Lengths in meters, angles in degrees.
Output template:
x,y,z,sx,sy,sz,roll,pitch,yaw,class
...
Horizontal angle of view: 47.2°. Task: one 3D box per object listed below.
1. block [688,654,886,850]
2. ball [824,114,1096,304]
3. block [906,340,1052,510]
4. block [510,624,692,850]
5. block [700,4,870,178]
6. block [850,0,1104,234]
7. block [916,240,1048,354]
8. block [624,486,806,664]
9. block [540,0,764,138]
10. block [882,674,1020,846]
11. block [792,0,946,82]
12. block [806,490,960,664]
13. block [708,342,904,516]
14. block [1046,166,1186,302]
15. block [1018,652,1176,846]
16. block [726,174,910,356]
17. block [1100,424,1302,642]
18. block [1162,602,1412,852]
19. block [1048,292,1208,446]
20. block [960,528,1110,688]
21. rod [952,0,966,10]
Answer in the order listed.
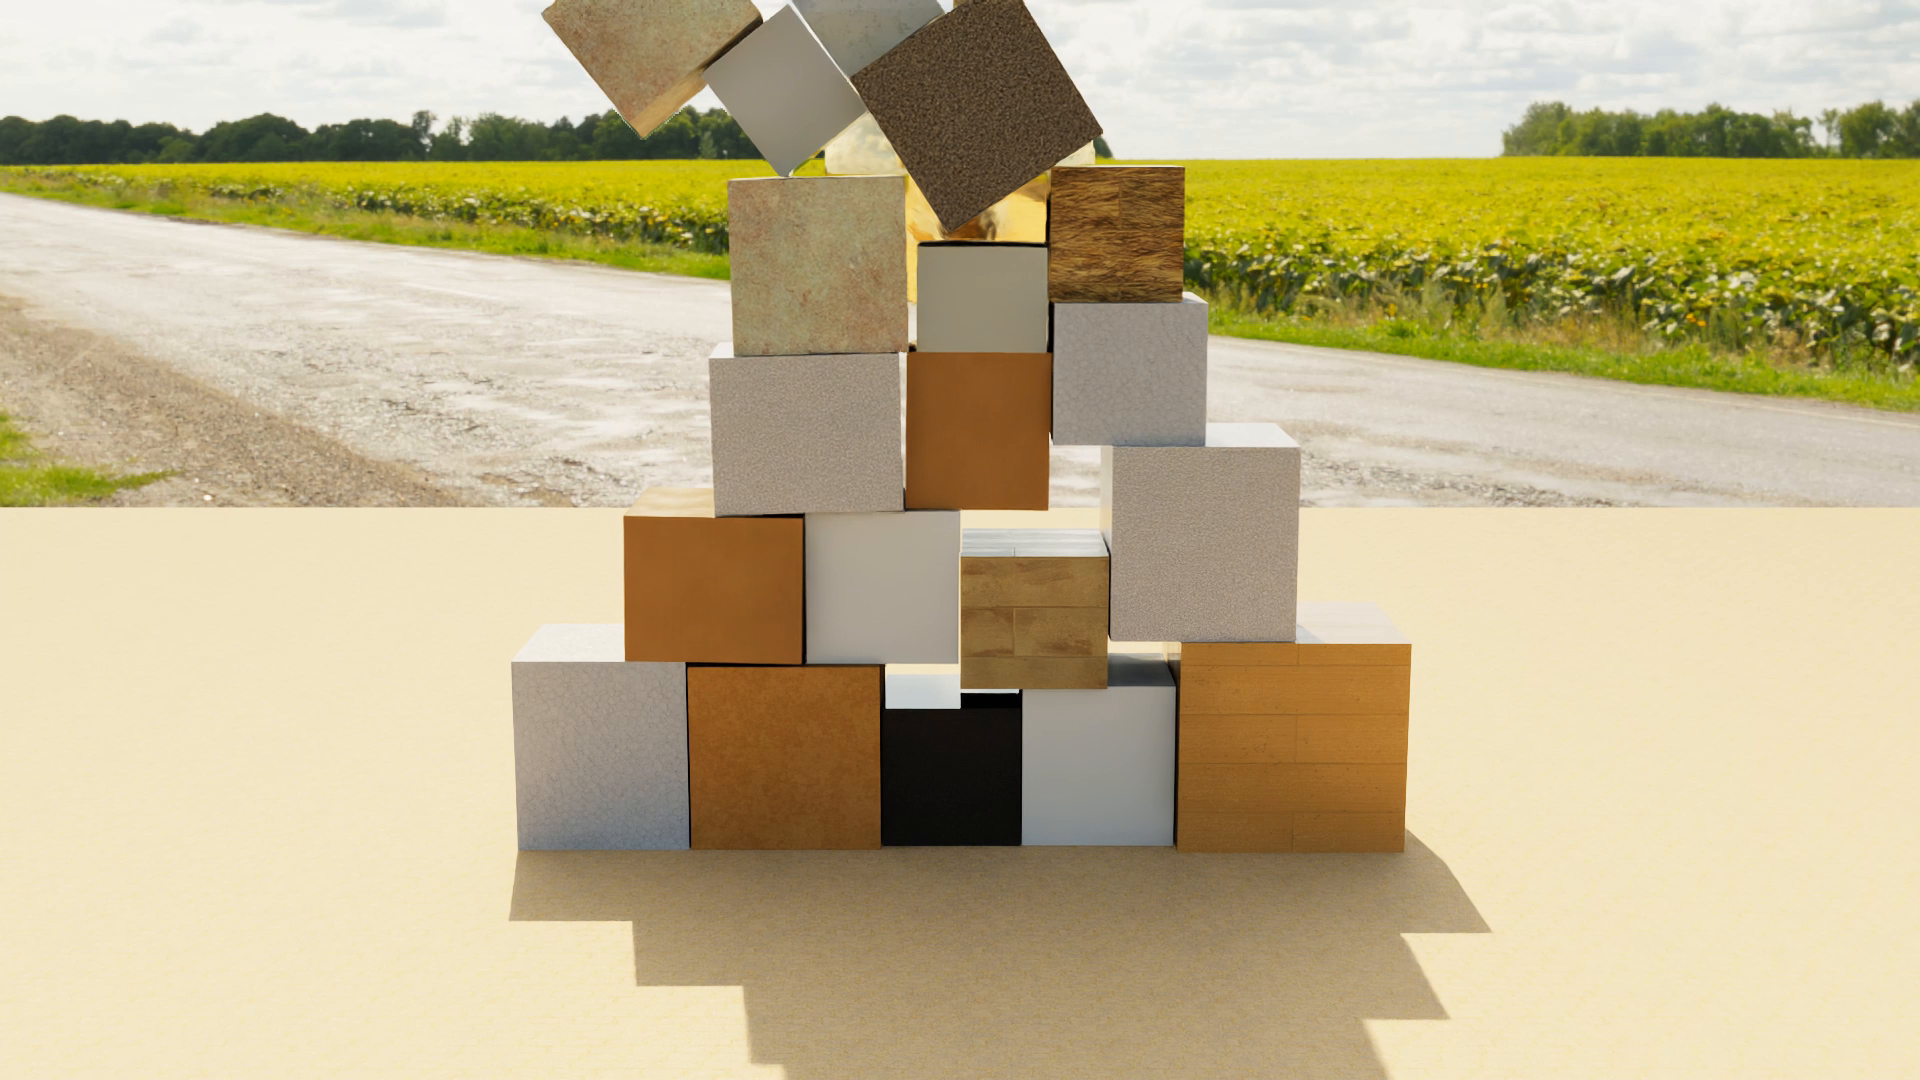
x,y,z,sx,sy,sz,roll,pitch,yaw,class
-0.871,1.014,11.363,0.948,0.940,0.863,0,10,0,block
0.000,-2.144,12.899,1.600,1.600,1.600,0,10,0,ball
0.091,-0.591,11.107,0.706,0.779,0.672,1,10,0,block
-1.786,0.999,11.358,0.861,0.970,0.859,0,10,0,block
-0.839,-2.188,10.762,0.539,0.624,0.512,-37,8,6,block
0.079,-2.122,10.782,0.879,0.865,0.843,-32,9,5,block
0.108,-1.220,10.962,0.633,0.511,0.631,1,10,0,block
-1.210,0.165,11.218,0.873,0.726,0.909,1,10,0,block
-1.475,-2.510,10.732,0.813,0.646,0.780,-39,6,1,block
-0.043,1.127,11.372,0.690,0.714,0.713,0,10,0,block
-0.473,-2.648,10.718,0.567,0.594,0.527,-35,8,7,block
-0.382,0.174,11.206,0.761,0.768,0.708,0,10,0,block
-0.763,-0.582,11.058,0.920,0.768,0.815,-2,10,-3,block
0.759,-1.527,10.908,0.645,0.647,0.607,0,10,0,block
0.694,1.070,11.379,0.763,0.824,0.732,0,10,0,block
-0.697,-1.379,10.945,0.847,0.839,0.816,-2,10,-3,block
1.196,-0.056,11.182,0.913,0.967,0.911,0,10,0,block
1.651,0.946,11.370,1.131,1.071,0.994,0,10,0,block
0.825,-0.871,11.034,0.742,0.689,0.809,0,10,0,block
0.366,0.339,11.226,0.729,0.669,0.790,0,10,0,block
0.000,-5.072,11.172,0.080,5.200,0.080,0,31,0,rod
